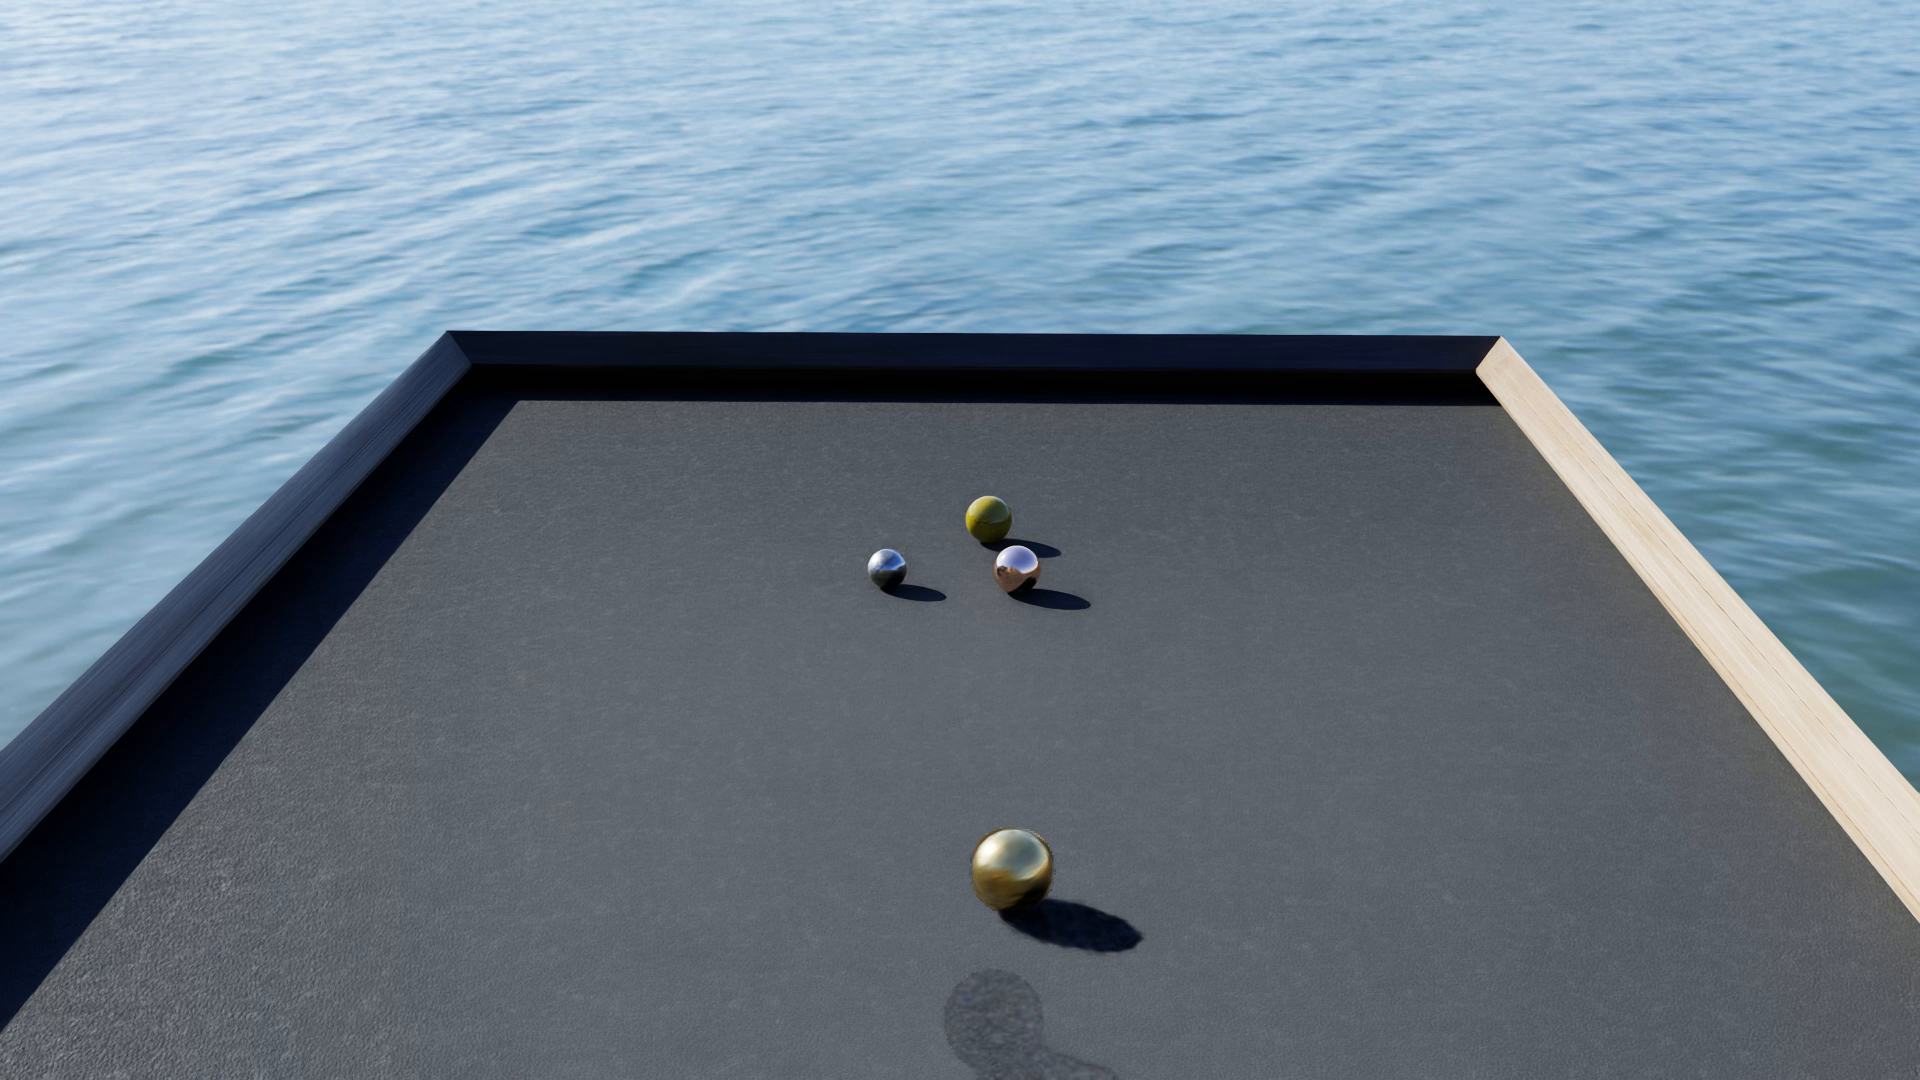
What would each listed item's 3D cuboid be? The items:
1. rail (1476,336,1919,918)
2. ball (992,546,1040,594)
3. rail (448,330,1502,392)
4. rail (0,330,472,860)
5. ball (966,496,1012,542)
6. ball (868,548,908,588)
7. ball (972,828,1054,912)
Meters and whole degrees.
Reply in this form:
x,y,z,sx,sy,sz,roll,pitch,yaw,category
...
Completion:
x,y,z,sx,sy,sz,roll,pitch,yaw,category
0.751,0.242,1.795,0.045,0.086,3.169,0,19,1,rail
0.064,0.033,2.466,0.054,0.054,0.054,0,19,0,ball
0.017,-0.262,3.290,1.585,0.086,0.045,0,19,1,rail
-0.786,0.231,1.828,0.045,0.086,3.169,0,19,1,rail
0.035,-0.025,2.634,0.056,0.056,0.056,0,19,0,ball
-0.082,0.032,2.483,0.045,0.045,0.045,0,19,0,ball
0.042,0.265,1.761,0.066,0.066,0.066,0,19,0,ball
